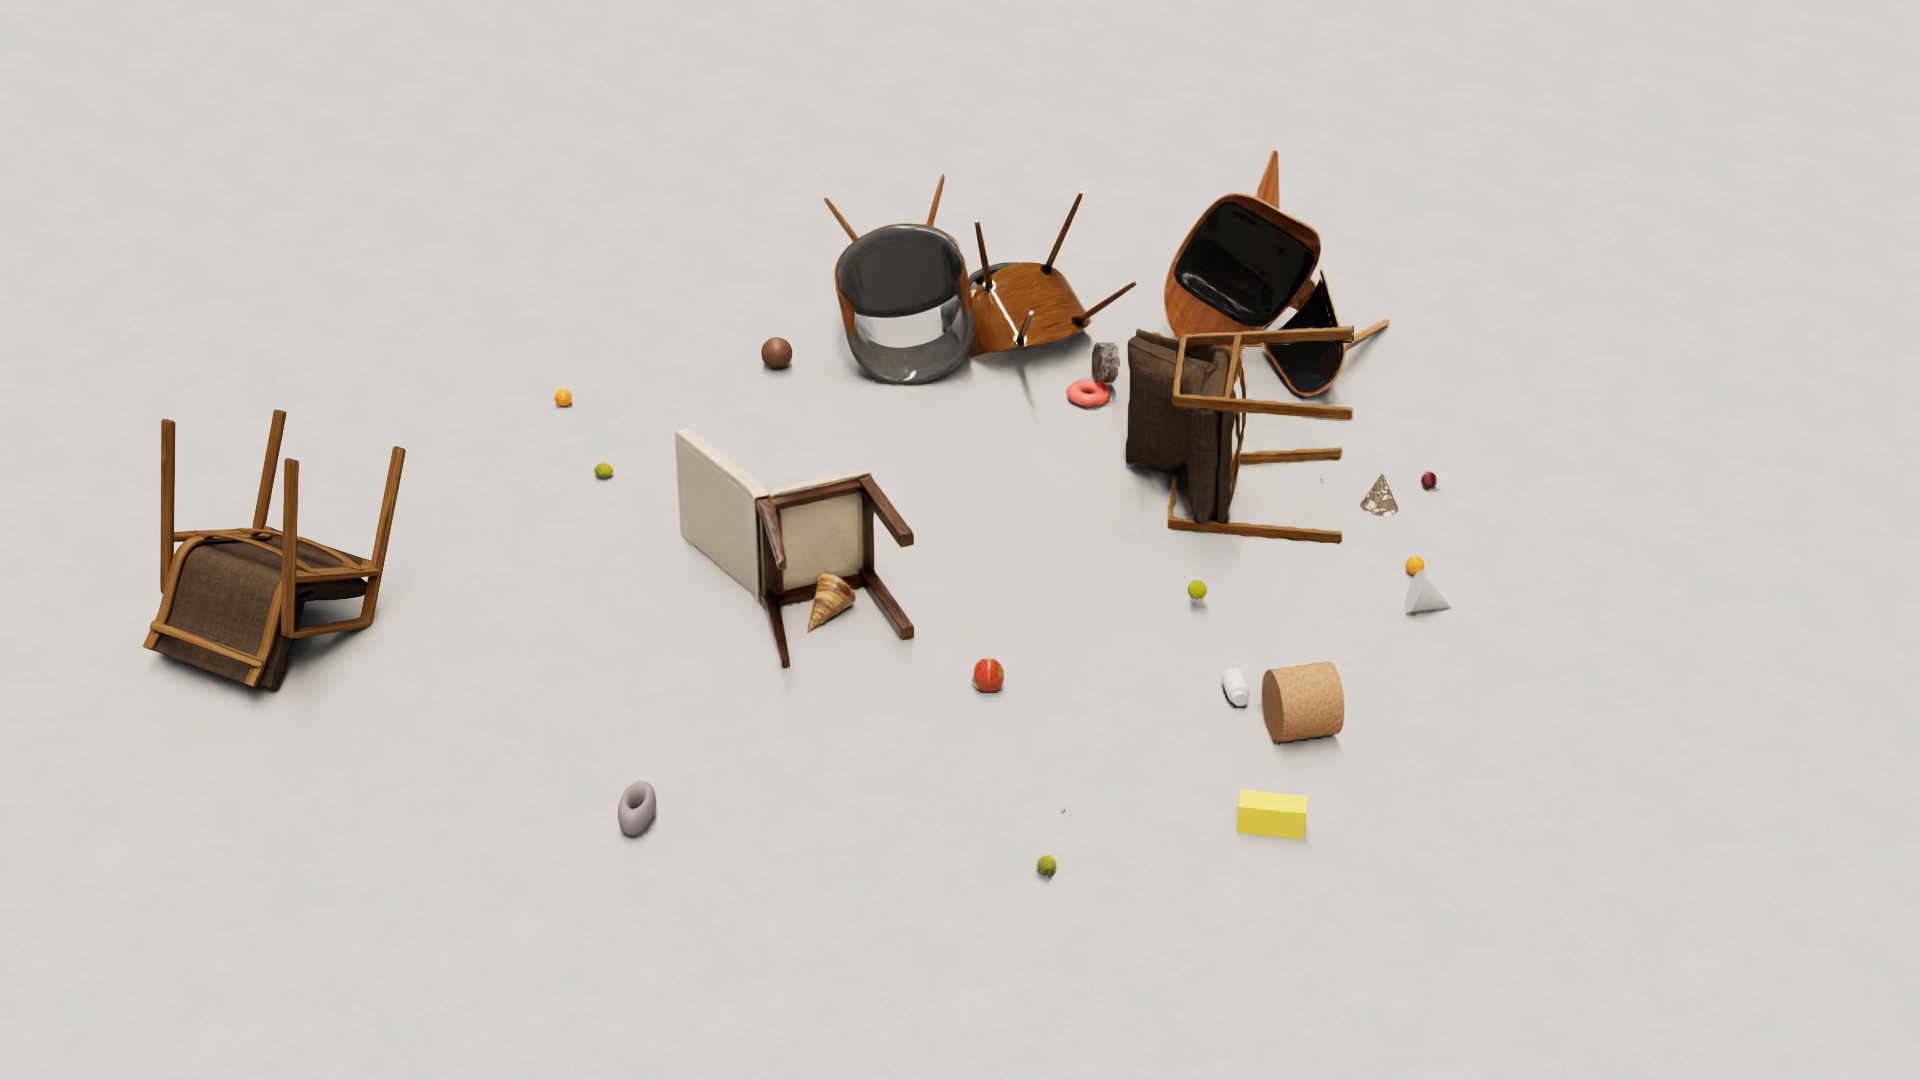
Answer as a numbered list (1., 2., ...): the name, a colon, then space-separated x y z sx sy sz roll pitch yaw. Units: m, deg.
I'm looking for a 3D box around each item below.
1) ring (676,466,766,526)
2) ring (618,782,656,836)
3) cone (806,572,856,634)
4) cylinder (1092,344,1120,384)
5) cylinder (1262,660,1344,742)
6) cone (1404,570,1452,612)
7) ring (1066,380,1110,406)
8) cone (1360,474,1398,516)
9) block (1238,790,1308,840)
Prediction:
1. ring: -0.901 -0.166 11.050 0.420 0.153 0.173 19 38 32
2. ring: -1.050 0.873 9.534 0.115 0.095 0.223 4 34 8
3. cone: -0.493 0.253 10.487 0.147 0.176 0.217 12 57 35
4. cylinder: 0.584 -0.712 11.803 0.069 0.160 0.165 1 -12 -14
5. cylinder: 1.156 0.544 9.889 0.215 0.252 0.232 -7 34 -11
6. cone: 1.705 0.215 10.558 0.158 0.133 0.168 23 63 -10
7. ring: 0.517 -0.591 11.796 0.175 0.050 0.178 -8 34 -16
8. cone: 1.592 -0.190 11.093 0.147 0.154 0.124 13 36 19
9. block: 1.012 0.889 9.498 0.216 0.107 0.090 5 34 8
